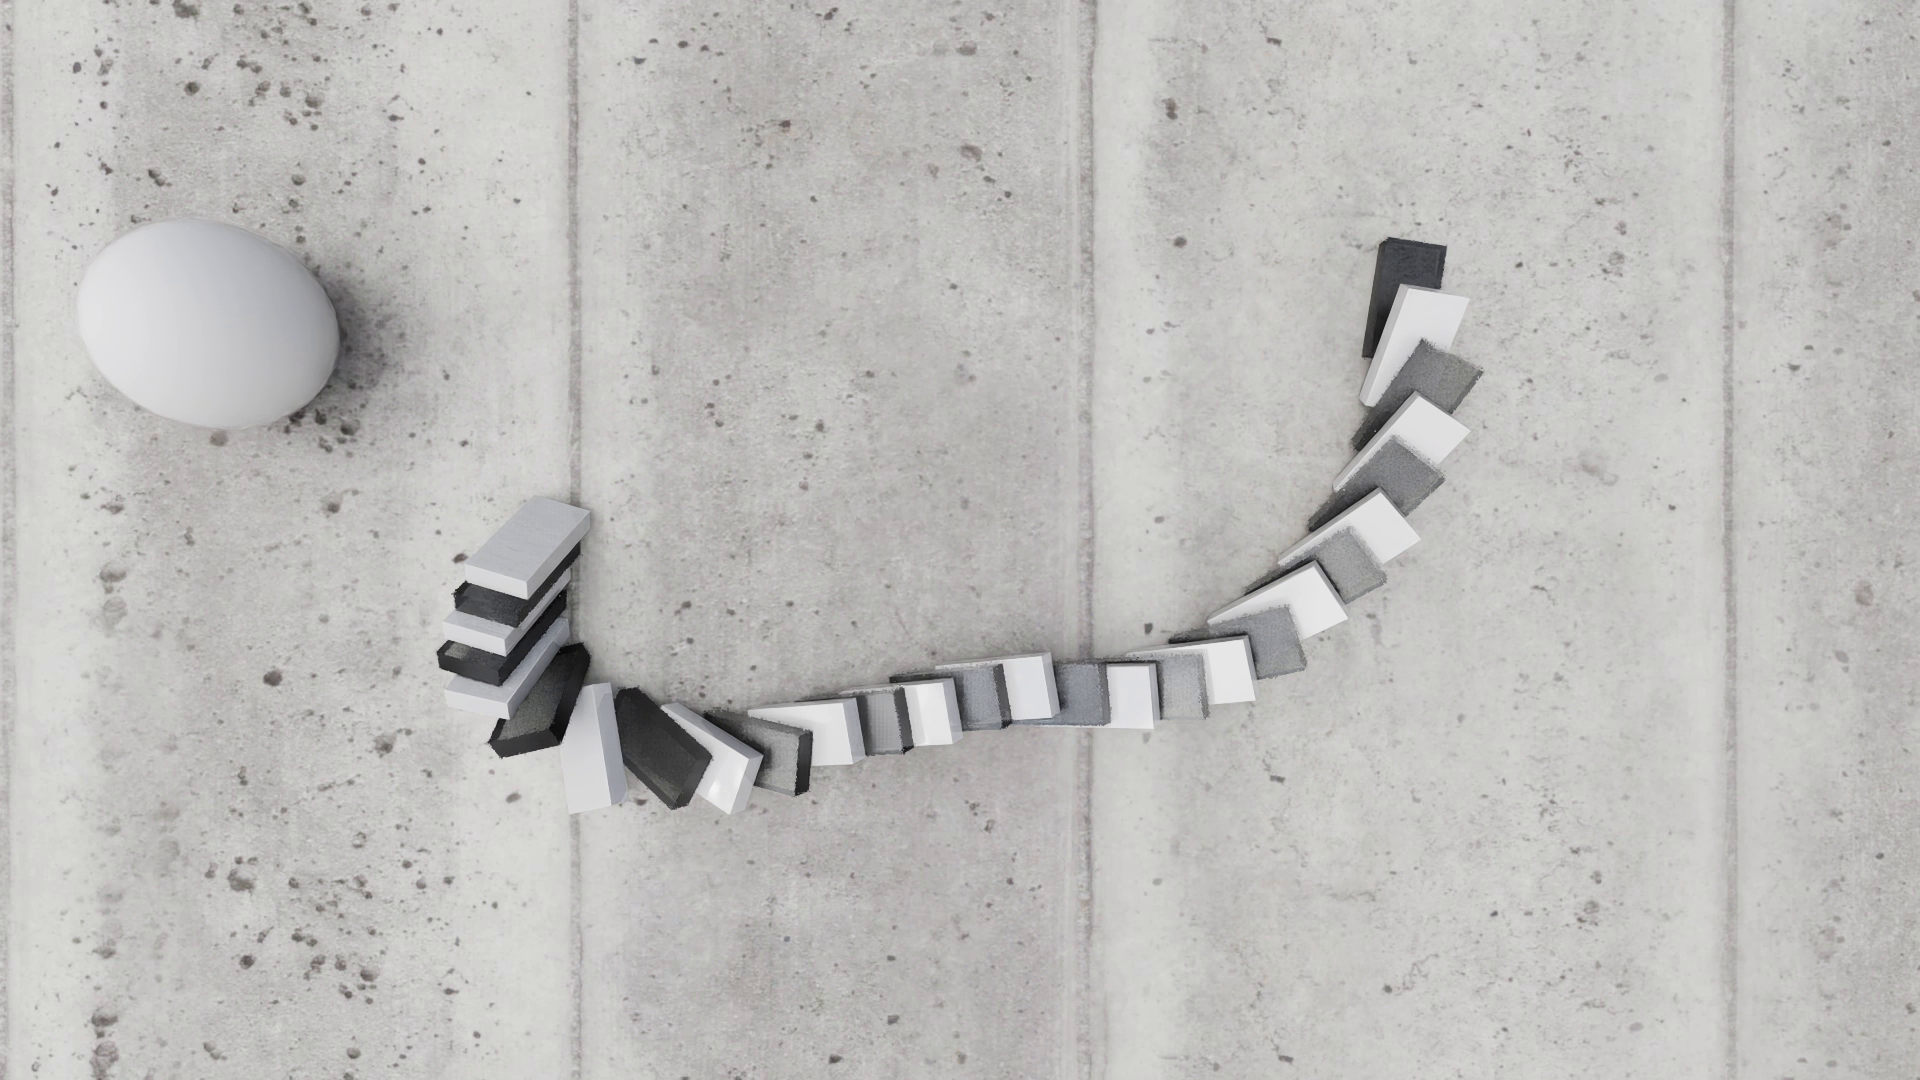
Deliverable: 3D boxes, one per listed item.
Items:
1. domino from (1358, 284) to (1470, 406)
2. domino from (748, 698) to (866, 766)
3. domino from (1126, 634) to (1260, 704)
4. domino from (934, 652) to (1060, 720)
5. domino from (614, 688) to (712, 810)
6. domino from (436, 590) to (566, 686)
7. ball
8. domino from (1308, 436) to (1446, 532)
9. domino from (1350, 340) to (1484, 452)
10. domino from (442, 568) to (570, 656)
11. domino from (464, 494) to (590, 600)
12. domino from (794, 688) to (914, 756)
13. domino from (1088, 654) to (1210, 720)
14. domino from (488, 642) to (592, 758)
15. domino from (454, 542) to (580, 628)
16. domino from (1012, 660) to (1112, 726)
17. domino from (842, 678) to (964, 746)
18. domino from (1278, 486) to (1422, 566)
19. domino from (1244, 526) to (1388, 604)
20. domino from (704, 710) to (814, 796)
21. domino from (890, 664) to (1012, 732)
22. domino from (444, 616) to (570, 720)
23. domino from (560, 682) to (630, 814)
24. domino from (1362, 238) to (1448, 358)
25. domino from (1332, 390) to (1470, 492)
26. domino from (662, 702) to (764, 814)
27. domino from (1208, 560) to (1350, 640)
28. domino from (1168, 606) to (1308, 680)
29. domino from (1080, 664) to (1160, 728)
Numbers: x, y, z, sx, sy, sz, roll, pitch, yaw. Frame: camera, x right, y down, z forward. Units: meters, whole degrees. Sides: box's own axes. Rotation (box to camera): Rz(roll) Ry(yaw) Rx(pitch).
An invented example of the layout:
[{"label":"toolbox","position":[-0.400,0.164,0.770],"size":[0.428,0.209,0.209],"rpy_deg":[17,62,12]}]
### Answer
[{"label":"domino","position":[0.190,-0.080,0.384],"size":[0.025,0.010,0.050],"rpy_deg":[9,118,0]},{"label":"domino","position":[-0.065,0.081,0.384],"size":[0.050,0.010,0.025],"rpy_deg":[-9,90,28]},{"label":"domino","position":[0.097,0.056,0.384],"size":[0.050,0.010,0.025],"rpy_deg":[-12,91,29]},{"label":"domino","position":[0.015,0.062,0.384],"size":[0.050,0.009,0.025],"rpy_deg":[-10,90,28]},{"label":"domino","position":[-0.128,0.086,0.383],"size":[0.050,0.010,0.025],"rpy_deg":[33,102,24]},{"label":"domino","position":[-0.187,0.036,0.377],"size":[0.025,0.050,0.009],"rpy_deg":[17,127,1]},{"label":"ball","position":[-0.292,-0.084,0.360],"size":[0.080,0.080,0.080],"rpy_deg":[0,90,0]},{"label":"domino","position":[0.173,-0.016,0.384],"size":[0.025,0.010,0.050],"rpy_deg":[38,119,0]},{"label":"domino","position":[0.190,-0.055,0.384],"size":[0.025,0.009,0.050],"rpy_deg":[26,119,0]},{"label":"domino","position":[-0.185,0.024,0.377],"size":[0.025,0.050,0.009],"rpy_deg":[16,127,0]},{"label":"domino","position":[-0.177,0.002,0.377],"size":[0.025,0.050,0.009],"rpy_deg":[16,127,0]},{"label":"domino","position":[-0.045,0.077,0.384],"size":[0.050,0.010,0.025],"rpy_deg":[-10,90,28]},{"label":"domino","position":[0.077,0.062,0.384],"size":[0.050,0.010,0.025],"rpy_deg":[-6,90,29]},{"label":"domino","position":[-0.171,0.065,0.376],"size":[0.025,0.050,0.009],"rpy_deg":[-13,125,3]},{"label":"domino","position":[-0.181,0.013,0.377],"size":[0.025,0.050,0.009],"rpy_deg":[16,127,0]},{"label":"domino","position":[0.037,0.064,0.384],"size":[0.050,0.010,0.025],"rpy_deg":[-5,90,29]},{"label":"domino","position":[-0.025,0.073,0.384],"size":[0.050,0.010,0.025],"rpy_deg":[-10,90,28]},{"label":"domino","position":[0.162,0.003,0.384],"size":[0.050,0.010,0.025],"rpy_deg":[-41,90,28]},{"label":"domino","position":[0.148,0.019,0.384],"size":[0.050,0.010,0.025],"rpy_deg":[-37,90,29]},{"label":"domino","position":[-0.086,0.089,0.384],"size":[0.050,0.010,0.025],"rpy_deg":[6,93,27]},{"label":"domino","position":[-0.004,0.067,0.384],"size":[0.050,0.010,0.025],"rpy_deg":[-10,90,28]},{"label":"domino","position":[-0.185,0.050,0.377],"size":[0.025,0.050,0.009],"rpy_deg":[13,127,0]},{"label":"domino","position":[-0.156,0.088,0.387],"size":[0.025,0.010,0.050],"rpy_deg":[-17,80,25]},{"label":"domino","position":[0.191,-0.103,0.395],"size":[0.025,0.010,0.050],"rpy_deg":[9,90,0]},{"label":"domino","position":[0.184,-0.034,0.384],"size":[0.025,0.009,0.050],"rpy_deg":[34,119,0]},{"label":"domino","position":[-0.108,0.091,0.384],"size":[0.050,0.009,0.025],"rpy_deg":[23,98,25]},{"label":"domino","position":[0.133,0.032,0.384],"size":[0.050,0.010,0.025],"rpy_deg":[-34,90,29]},{"label":"domino","position":[0.116,0.047,0.384],"size":[0.050,0.010,0.025],"rpy_deg":[-19,90,30]},{"label":"domino","position":[0.057,0.065,0.384],"size":[0.050,0.009,0.025],"rpy_deg":[-5,90,29]}]
